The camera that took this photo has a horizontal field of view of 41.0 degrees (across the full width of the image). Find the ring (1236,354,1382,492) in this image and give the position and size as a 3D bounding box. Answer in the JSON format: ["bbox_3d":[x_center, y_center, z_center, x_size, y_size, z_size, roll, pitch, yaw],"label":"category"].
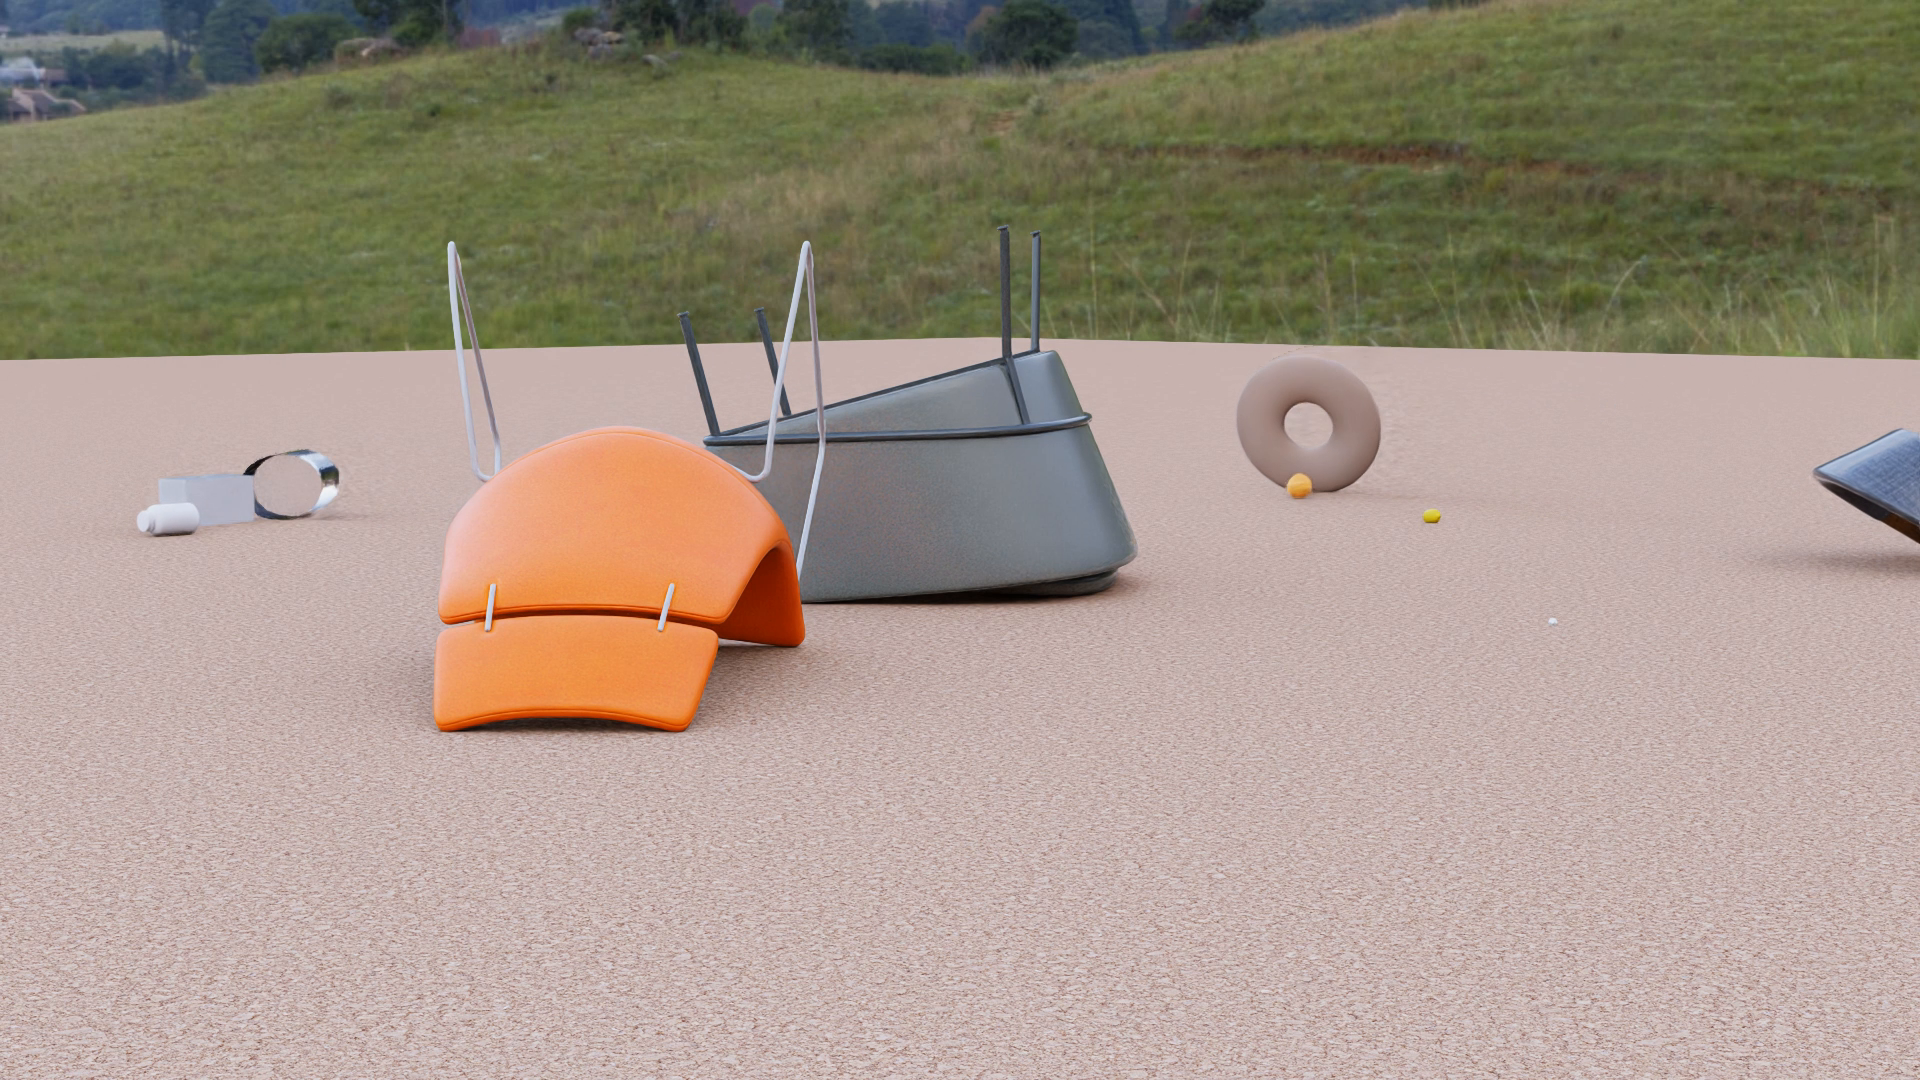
[{"bbox_3d":[1.053,-0.347,7.751,0.436,0.466,0.066,-14,23,22],"label":"ring"}]

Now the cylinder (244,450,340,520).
[{"bbox_3d":[-1.830,-0.151,7.010,0.226,0.177,0.179,-7,5,3],"label":"cylinder"}]

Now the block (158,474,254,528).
[{"bbox_3d":[-2.007,-0.106,6.838,0.114,0.124,0.218,4,7,37],"label":"block"}]
